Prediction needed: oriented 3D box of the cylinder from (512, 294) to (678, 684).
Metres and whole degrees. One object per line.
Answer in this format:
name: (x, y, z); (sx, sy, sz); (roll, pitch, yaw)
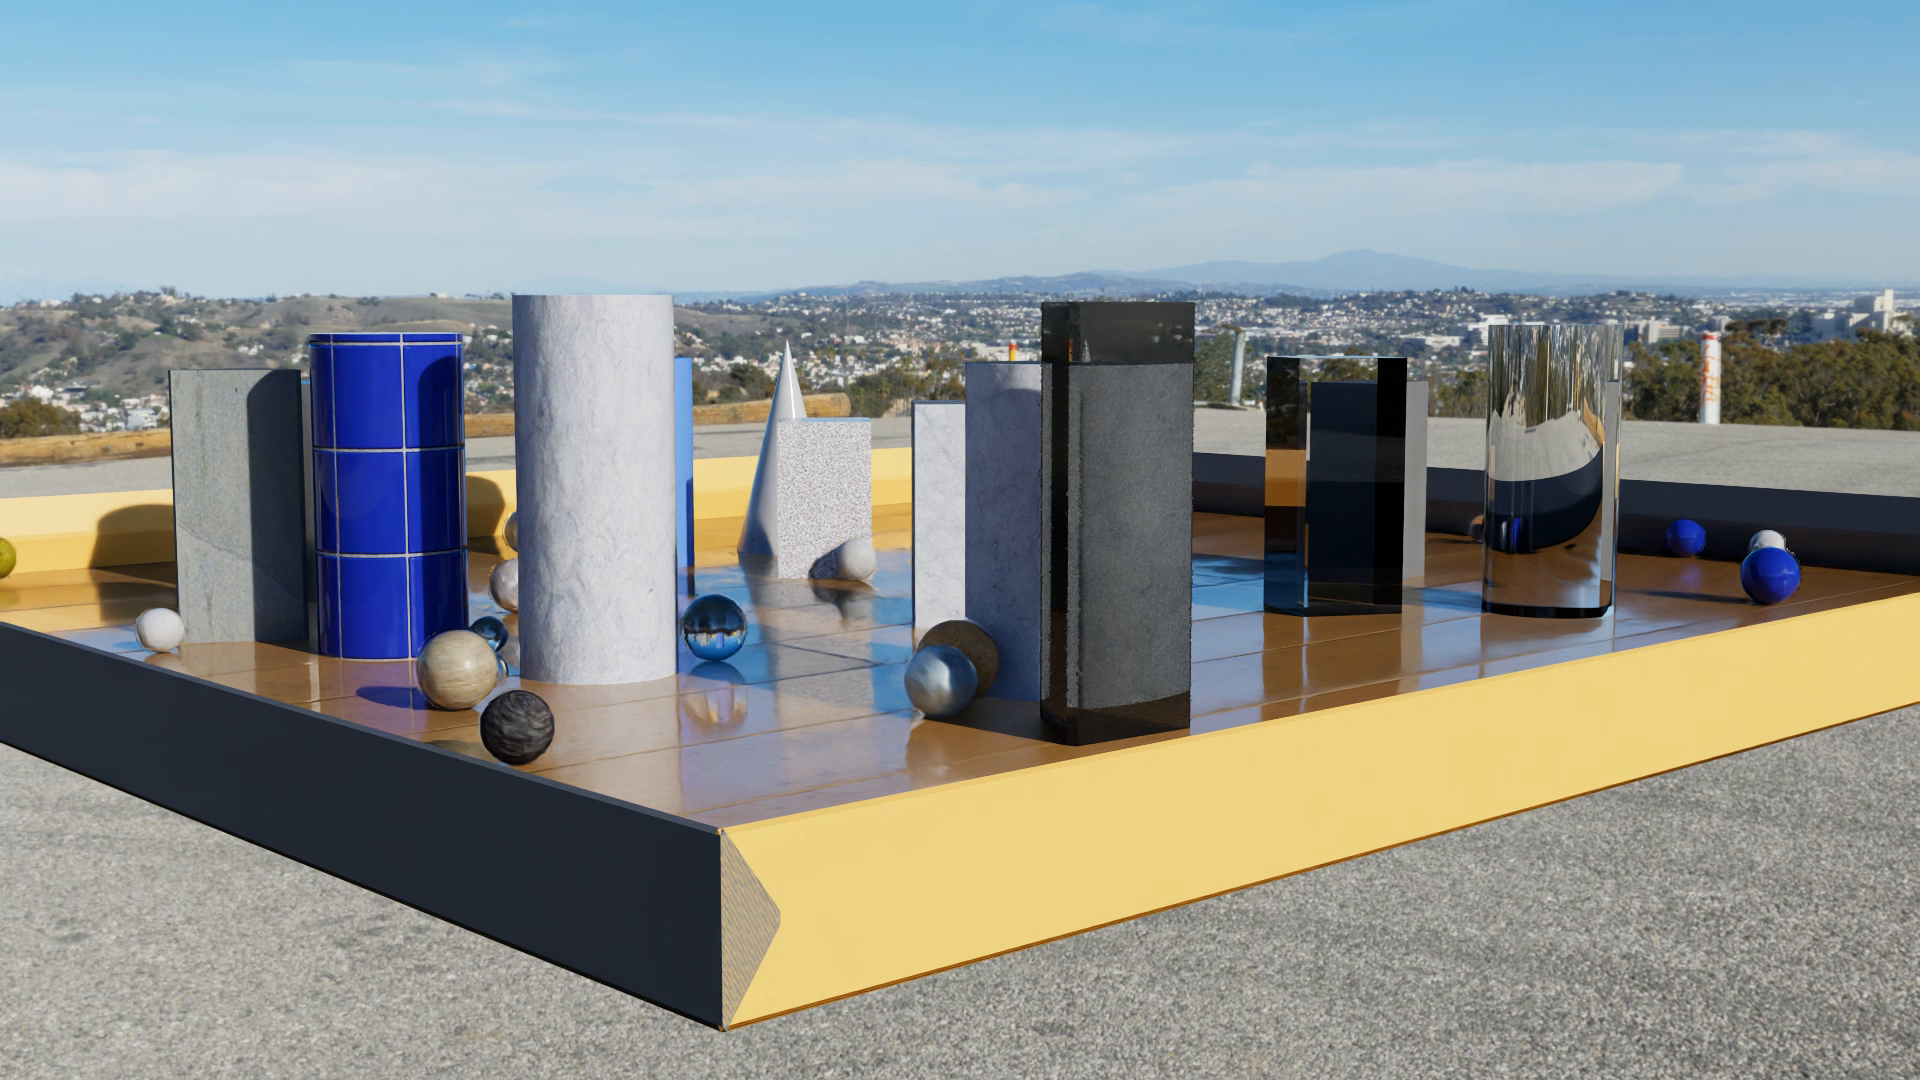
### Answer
cylinder: (-0.444, -0.067, 2.687); (0.193, 0.461, 0.193); (0, 6, 0)

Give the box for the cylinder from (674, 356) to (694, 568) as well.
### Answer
cylinder: (-0.563, -0.137, 3.838); (0.193, 0.360, 0.193); (0, 6, 0)

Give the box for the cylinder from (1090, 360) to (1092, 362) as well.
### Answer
cylinder: (0.211, -0.166, 4.186); (0.193, 0.344, 0.193); (0, 6, 0)

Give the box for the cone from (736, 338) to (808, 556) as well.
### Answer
cone: (-0.318, -0.177, 4.066); (0.193, 0.390, 0.193); (0, 6, 0)

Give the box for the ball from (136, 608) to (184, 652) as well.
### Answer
ball: (-1.039, 0.117, 2.859); (0.058, 0.058, 0.058); (0, 6, 0)

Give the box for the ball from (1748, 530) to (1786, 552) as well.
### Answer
ball: (1.416, 0.011, 3.858); (0.060, 0.060, 0.060); (0, 6, 0)

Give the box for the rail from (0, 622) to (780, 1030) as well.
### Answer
rail: (-1.054, 0.134, 2.364); (0.045, 0.126, 2.729); (-6, 8, -42)

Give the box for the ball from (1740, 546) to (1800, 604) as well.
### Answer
ball: (1.225, 0.054, 3.325); (0.087, 0.087, 0.087); (0, 6, 0)

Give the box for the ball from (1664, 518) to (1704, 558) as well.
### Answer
ball: (1.304, -0.004, 3.958); (0.069, 0.069, 0.069); (0, 6, 0)

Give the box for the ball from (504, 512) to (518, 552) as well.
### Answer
ball: (-0.781, -0.016, 3.985); (0.087, 0.087, 0.087); (0, 6, 0)

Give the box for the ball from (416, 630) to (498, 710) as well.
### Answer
ball: (-0.560, 0.144, 2.452); (0.089, 0.089, 0.089); (0, 6, 0)

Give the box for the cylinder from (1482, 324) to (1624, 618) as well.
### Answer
cylinder: (0.874, -0.106, 3.245); (0.193, 0.421, 0.193); (0, 6, 0)

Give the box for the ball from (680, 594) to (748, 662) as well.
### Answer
ball: (-0.312, 0.111, 2.788); (0.086, 0.086, 0.086); (0, 6, 0)

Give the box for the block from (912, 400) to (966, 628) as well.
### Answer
block: (0.010, -0.040, 3.141); (0.155, 0.313, 0.155); (0, 6, -3)

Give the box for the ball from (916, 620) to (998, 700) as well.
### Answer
ball: (-0.004, 0.138, 2.491); (0.095, 0.095, 0.095); (0, 6, 0)

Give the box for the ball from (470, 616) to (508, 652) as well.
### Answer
ball: (-0.611, 0.123, 2.849); (0.049, 0.049, 0.049); (0, 6, 0)

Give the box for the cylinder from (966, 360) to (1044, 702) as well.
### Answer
cylinder: (0.103, -0.016, 2.580); (0.193, 0.382, 0.193); (0, 6, 0)

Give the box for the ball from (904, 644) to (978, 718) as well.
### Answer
ball: (-0.021, 0.154, 2.403); (0.080, 0.080, 0.080); (0, 6, 0)

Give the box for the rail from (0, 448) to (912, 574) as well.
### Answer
rail: (-0.909, -0.070, 4.312); (2.917, 0.126, 0.045); (-6, 8, -42)

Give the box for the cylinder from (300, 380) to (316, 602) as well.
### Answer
cylinder: (-1.014, -0.080, 3.431); (0.193, 0.331, 0.193); (0, 6, 0)

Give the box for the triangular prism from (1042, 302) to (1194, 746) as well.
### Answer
triangular prism: (0.135, -0.025, 2.332); (0.167, 0.452, 0.145); (-5, 8, -38)

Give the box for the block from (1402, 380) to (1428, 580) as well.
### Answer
block: (0.669, -0.102, 3.666); (0.155, 0.326, 0.155); (6, 8, 42)

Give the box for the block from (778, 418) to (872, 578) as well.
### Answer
block: (-0.229, -0.074, 3.719); (0.155, 0.259, 0.155); (0, 6, -3)

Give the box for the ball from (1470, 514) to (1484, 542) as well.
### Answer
ball: (0.999, -0.021, 4.192); (0.055, 0.055, 0.055); (0, 6, 0)

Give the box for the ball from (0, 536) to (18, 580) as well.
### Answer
ball: (-1.590, 0.029, 3.614); (0.076, 0.076, 0.076); (0, 6, 0)

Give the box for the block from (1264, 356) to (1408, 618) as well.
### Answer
block: (0.554, -0.084, 3.263); (0.155, 0.374, 0.155); (-2, 6, -14)

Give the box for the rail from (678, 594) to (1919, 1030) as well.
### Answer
rail: (0.909, 0.136, 2.352); (2.917, 0.126, 0.045); (-6, 8, -42)

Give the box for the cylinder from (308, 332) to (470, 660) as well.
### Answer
cylinder: (-0.743, -0.062, 2.867); (0.193, 0.413, 0.193); (0, 6, 0)

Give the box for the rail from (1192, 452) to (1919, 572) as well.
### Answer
rail: (1.054, -0.069, 4.300); (0.045, 0.126, 2.729); (-6, 8, -42)

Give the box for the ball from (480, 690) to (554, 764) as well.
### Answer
ball: (-0.434, 0.184, 2.158); (0.073, 0.073, 0.073); (0, 6, 0)

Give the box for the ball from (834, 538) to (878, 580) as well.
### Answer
ball: (-0.171, 0.032, 3.614); (0.070, 0.070, 0.070); (0, 6, 0)

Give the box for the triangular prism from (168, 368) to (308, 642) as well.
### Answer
triangular prism: (-0.976, -0.052, 3.011); (0.167, 0.364, 0.145); (-1, 6, -9)

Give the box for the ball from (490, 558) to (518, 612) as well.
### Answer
ball: (-0.650, 0.066, 3.235); (0.081, 0.081, 0.081); (0, 6, 0)
